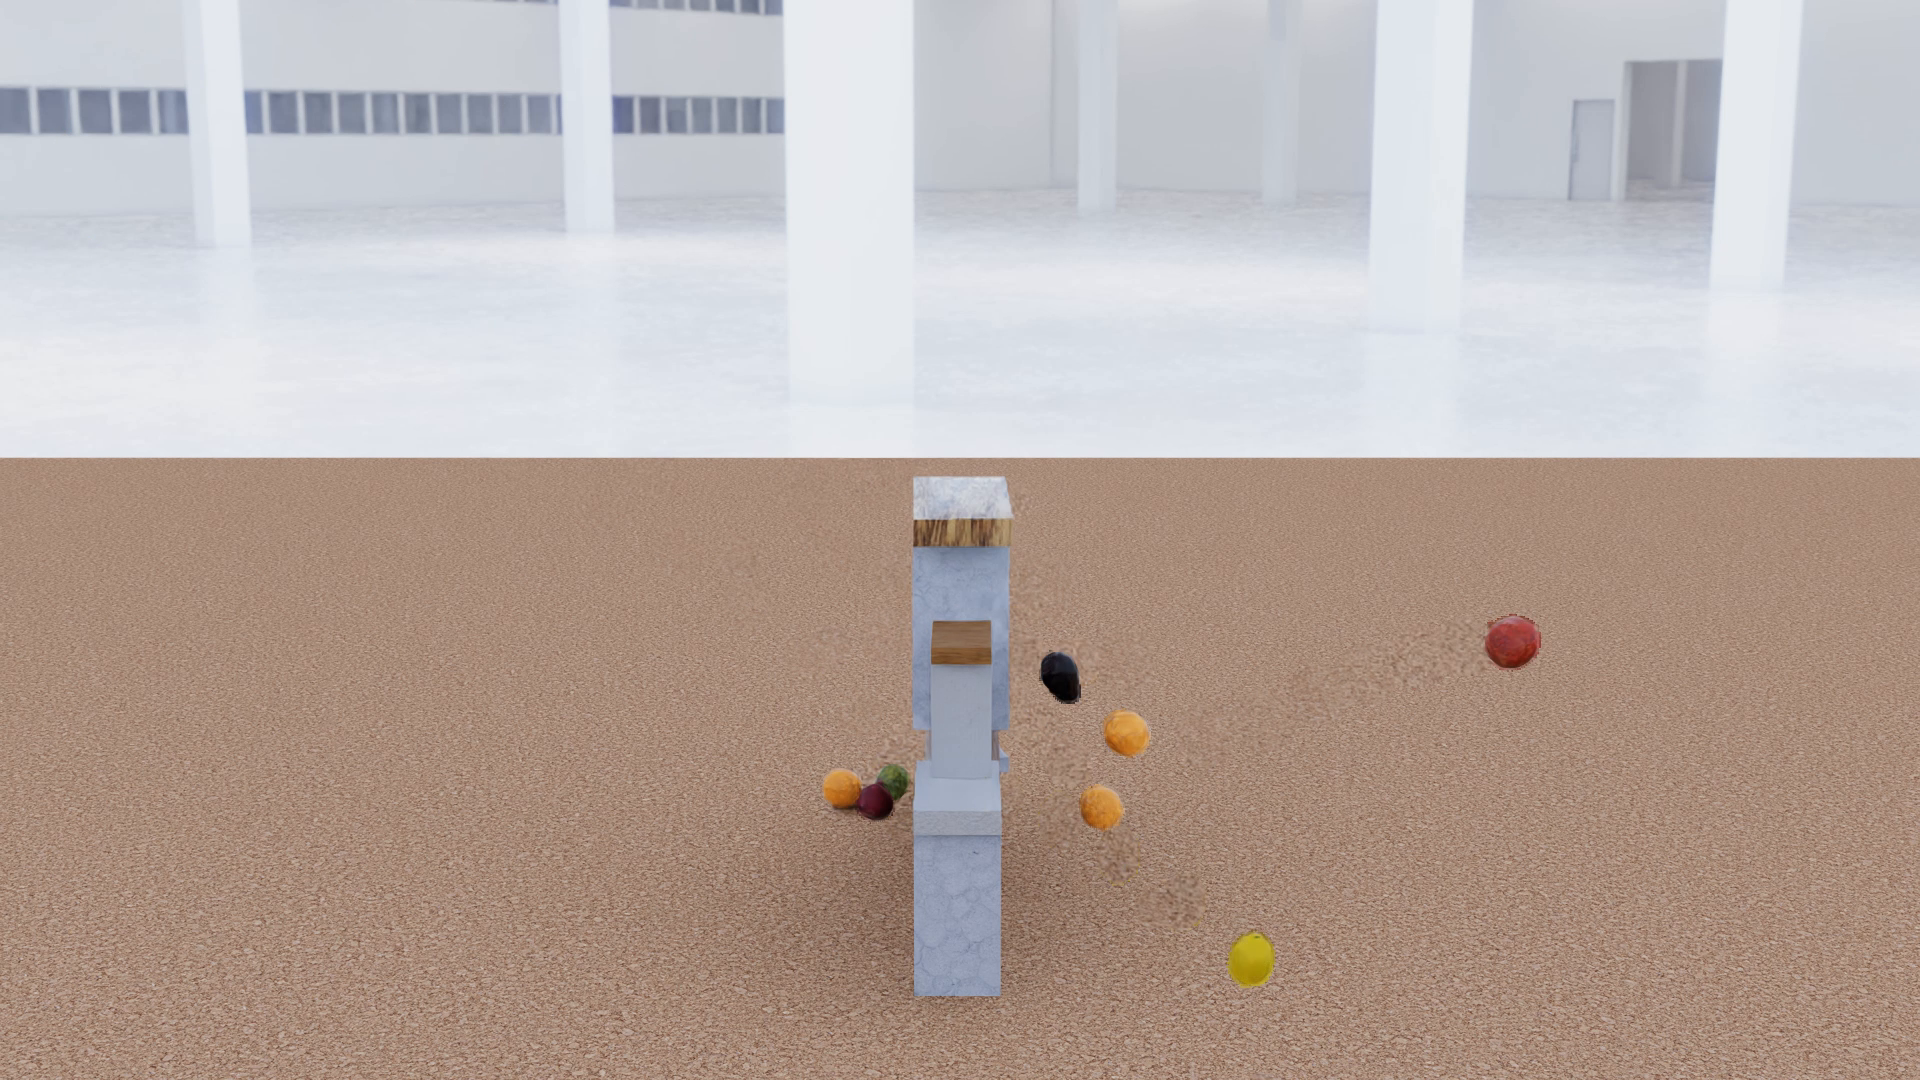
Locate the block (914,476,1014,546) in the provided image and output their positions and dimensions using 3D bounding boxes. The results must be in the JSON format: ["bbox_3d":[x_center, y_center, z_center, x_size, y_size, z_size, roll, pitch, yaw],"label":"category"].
[{"bbox_3d":[0.002,-0.051,3.741,0.162,0.046,0.323,0,14,-1],"label":"block"}]

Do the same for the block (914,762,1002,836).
[{"bbox_3d":[-0.004,0.384,3.287,0.127,0.036,0.255,0,11,0],"label":"block"}]

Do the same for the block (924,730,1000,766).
[{"bbox_3d":[0.003,0.354,3.537,0.120,0.034,0.239,0,11,0],"label":"block"}]

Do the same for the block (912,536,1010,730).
[{"bbox_3d":[0.002,0.155,3.680,0.162,0.323,0.046,0,-4,2],"label":"block"}]

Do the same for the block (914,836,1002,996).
[{"bbox_3d":[-0.004,0.542,3.230,0.127,0.255,0.036,0,11,0],"label":"block"}]

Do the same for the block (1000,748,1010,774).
[{"bbox_3d":[0.013,0.362,3.773,0.095,0.027,0.191,-3,11,-14],"label":"block"}]

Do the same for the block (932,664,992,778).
[{"bbox_3d":[0.002,0.268,3.313,0.090,0.181,0.026,0,11,0],"label":"block"}]

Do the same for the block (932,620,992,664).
[{"bbox_3d":[0.003,0.156,3.353,0.090,0.026,0.181,0,11,0],"label":"block"}]
